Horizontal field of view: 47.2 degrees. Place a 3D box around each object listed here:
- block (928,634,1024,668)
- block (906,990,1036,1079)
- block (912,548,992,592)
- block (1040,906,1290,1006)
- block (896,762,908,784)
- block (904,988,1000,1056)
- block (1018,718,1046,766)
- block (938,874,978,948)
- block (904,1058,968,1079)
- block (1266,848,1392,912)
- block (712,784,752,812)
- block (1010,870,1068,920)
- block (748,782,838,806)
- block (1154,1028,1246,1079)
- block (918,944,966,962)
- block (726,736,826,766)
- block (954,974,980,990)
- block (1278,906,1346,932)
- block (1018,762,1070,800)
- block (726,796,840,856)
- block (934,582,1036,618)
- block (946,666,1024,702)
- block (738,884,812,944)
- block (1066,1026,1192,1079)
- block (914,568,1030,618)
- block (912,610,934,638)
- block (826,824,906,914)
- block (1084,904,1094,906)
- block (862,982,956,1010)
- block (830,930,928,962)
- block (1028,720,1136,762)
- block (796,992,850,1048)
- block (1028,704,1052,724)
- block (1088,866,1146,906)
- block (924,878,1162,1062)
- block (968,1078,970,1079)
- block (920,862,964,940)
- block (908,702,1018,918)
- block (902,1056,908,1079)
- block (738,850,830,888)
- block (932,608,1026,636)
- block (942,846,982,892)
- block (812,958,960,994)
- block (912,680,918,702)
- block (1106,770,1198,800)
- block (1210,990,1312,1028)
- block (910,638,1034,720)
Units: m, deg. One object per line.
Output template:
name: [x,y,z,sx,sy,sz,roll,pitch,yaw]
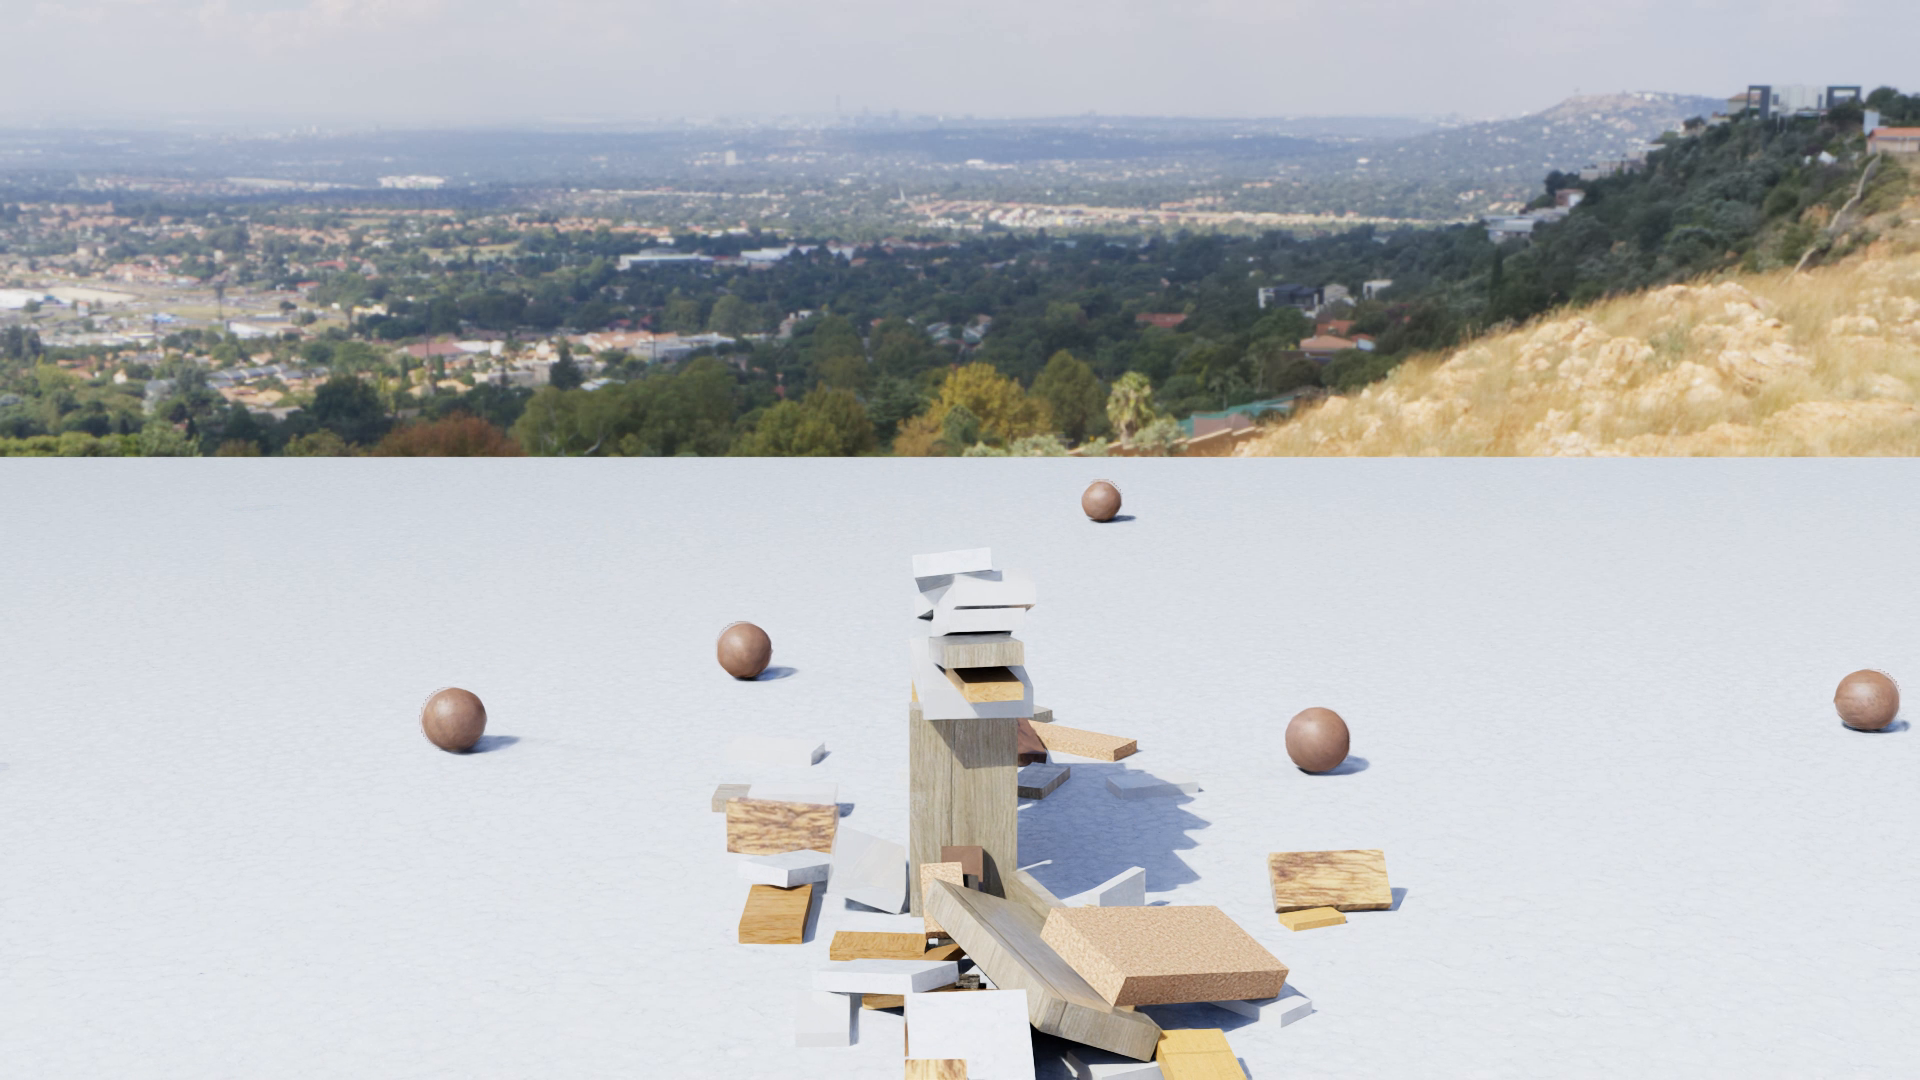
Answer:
block: [0.023,0.174,3.477,0.123,0.035,0.247,-2,1,-6]
block: [0.016,0.681,2.709,0.153,0.043,0.307,-2,33,-2]
block: [-0.009,0.058,3.883,0.134,0.038,0.268,-6,-9,1]
block: [0.293,0.586,3.119,0.337,0.048,0.168,8,21,-41]
block: [-0.023,0.458,4.307,0.182,0.026,0.091,3,11,16]
block: [0.001,0.655,2.993,0.153,0.043,0.307,0,-4,-2]
block: [0.107,0.406,4.478,0.094,0.027,0.189,2,19,-14]
block: [-0.003,0.585,3.454,0.065,0.018,0.130,0,45,-1]
block: [-0.028,0.679,2.611,0.075,0.021,0.150,0,33,-1]
block: [0.605,0.558,3.601,0.190,0.095,0.027,-1,-32,-5]
block: [-0.367,0.488,4.146,0.189,0.027,0.095,1,11,3]
block: [0.163,0.608,3.338,0.024,0.086,0.417,-4,11,-20]
block: [-0.310,0.472,4.094,0.159,0.023,0.080,1,11,3]
block: [0.321,0.705,2.885,0.095,0.027,0.190,1,19,-11]
block: [-0.041,0.638,3.305,0.063,0.018,0.125,-18,2,27]
block: [-0.375,0.428,4.471,0.182,0.026,0.091,3,11,14]
block: [-0.006,0.666,3.214,0.063,0.018,0.125,1,11,4]
block: [0.566,0.609,3.532,0.095,0.014,0.048,-4,11,-21]
block: [0.150,0.467,4.269,0.080,0.023,0.159,4,11,22]
block: [-0.311,0.507,3.856,0.200,0.094,0.027,3,11,16]
block: [0.040,0.111,3.742,0.134,0.038,0.268,-1,-10,-9]
block: [0.037,0.219,3.440,0.085,0.024,0.171,-2,11,-12]
block: [-0.295,0.600,3.536,0.099,0.028,0.199,0,11,1]
block: [0.251,0.705,2.978,0.190,0.027,0.095,-5,12,-25]
block: [0.020,0.095,3.892,0.134,0.038,0.268,-3,-9,-17]
block: [-0.001,0.171,3.967,0.167,0.047,0.334,0,10,0]
block: [-0.155,0.549,3.682,0.123,0.035,0.247,19,10,-5]
block: [0.244,0.612,3.305,0.024,0.086,0.171,12,0,-41]
block: [-0.074,0.657,3.196,0.125,0.018,0.063,-9,8,15]
block: [-0.124,0.629,3.401,0.146,0.021,0.073,1,11,5]
block: [0.193,0.410,4.567,0.350,0.026,0.091,7,13,35]
block: [-0.195,0.680,3.126,0.075,0.021,0.150,0,11,-3]
block: [0.104,0.371,4.776,0.093,0.026,0.186,-9,14,-39]
block: [0.252,0.580,3.524,0.021,0.073,0.146,7,13,33]
block: [0.106,0.608,3.159,0.168,0.048,0.538,20,2,-19]
block: [0.017,0.701,2.617,0.075,0.021,0.150,-22,39,-30]
block: [-0.026,0.564,3.447,0.065,0.018,0.131,-2,45,-4]
block: [0.005,0.435,3.556,0.173,0.346,0.049,-1,10,-3]
block: [0.002,0.725,2.825,0.153,0.043,0.307,0,11,0]
block: [-0.274,0.551,3.699,0.099,0.028,0.199,6,1,30]
block: [0.029,0.140,3.639,0.123,0.035,0.247,-1,-6,-7]
block: [0.004,0.555,3.513,0.065,0.130,0.018,0,-16,-1]
block: [-0.109,0.632,3.185,0.199,0.028,0.099,-8,-3,41]
block: [0.005,0.395,3.768,0.173,0.346,0.049,0,13,0]
block: [0.370,0.473,4.240,0.159,0.023,0.080,-3,11,-17]
block: [0.429,0.668,3.192,0.073,0.021,0.146,-10,15,-44]
block: [0.014,0.223,3.611,0.173,0.049,0.346,-1,11,-5]
